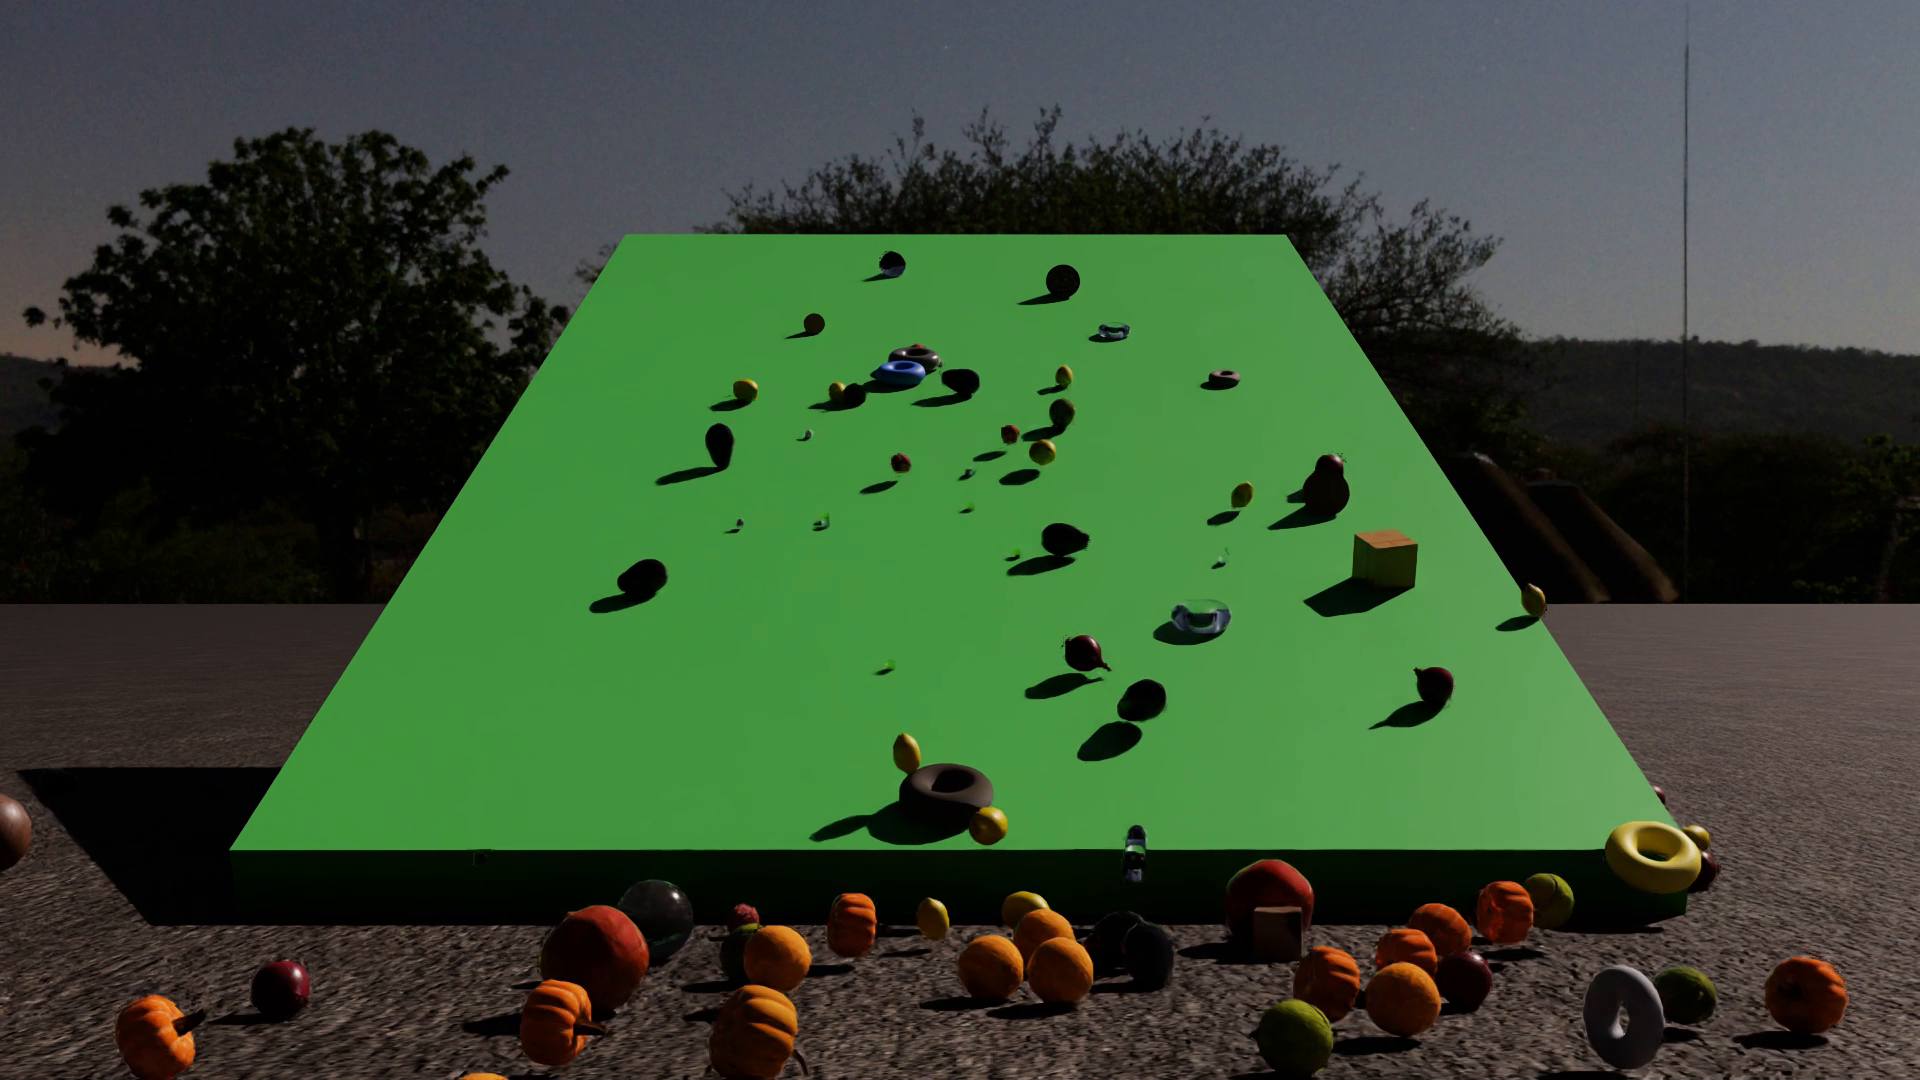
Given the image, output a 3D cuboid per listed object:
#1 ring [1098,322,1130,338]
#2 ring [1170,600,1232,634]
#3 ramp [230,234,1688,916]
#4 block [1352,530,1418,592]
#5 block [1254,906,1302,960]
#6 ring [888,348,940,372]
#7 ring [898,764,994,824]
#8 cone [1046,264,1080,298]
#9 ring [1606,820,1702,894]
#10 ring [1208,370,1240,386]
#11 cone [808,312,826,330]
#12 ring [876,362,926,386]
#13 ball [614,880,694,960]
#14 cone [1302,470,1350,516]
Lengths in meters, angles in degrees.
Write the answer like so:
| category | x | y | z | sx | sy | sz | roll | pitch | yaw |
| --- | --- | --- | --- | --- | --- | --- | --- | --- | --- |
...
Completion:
| category | x | y | z | sx | sy | sz | roll | pitch | yaw |
| --- | --- | --- | --- | --- | --- | --- | --- | --- | --- |
| ring | 0.390 | -0.529 | 5.710 | 0.083 | 0.028 | 0.083 | 1 | 19 | 0 |
| ring | 0.411 | 0.130 | 3.859 | 0.105 | 0.035 | 0.105 | -1 | 20 | 0 |
| ramp | -0.005 | -0.204 | 4.990 | 2.000 | 0.100 | 4.000 | 0 | 20 | 0 |
| block | 0.760 | 0.037 | 4.051 | 0.082 | 0.082 | 0.082 | -6 | 21 | -17 |
| block | 0.388 | 0.480 | 2.764 | 0.057 | 0.057 | 0.057 | 0 | -1 | 10 |
| ring | -0.110 | -0.430 | 5.410 | 0.126 | 0.042 | 0.126 | 1 | 20 | 0 |
| ring | -0.020 | 0.359 | 3.203 | 0.135 | 0.045 | 0.135 | 0 | 21 | 0 |
| cone | 0.281 | -0.692 | 6.143 | 0.092 | 0.092 | 0.092 | 0 | -7 | 4 |
| ring | 0.934 | 0.427 | 3.050 | 0.127 | 0.042 | 0.127 | 1 | 33 | -1 |
| ring | 0.619 | -0.379 | 5.296 | 0.075 | 0.025 | 0.075 | -1 | 20 | 0 |
| cone | -0.372 | -0.544 | 5.753 | 0.054 | 0.054 | 0.054 | 1 | -34 | -26 |
| ring | -0.139 | -0.390 | 5.302 | 0.116 | 0.039 | 0.116 | -1 | 20 | 0 |
| ball | -0.370 | 0.459 | 2.736 | 0.096 | 0.096 | 0.096 | 0 | -1 | 0 |
| cone | 0.711 | -0.087 | 4.456 | 0.092 | 0.092 | 0.092 | 0 | -7 | -3 |
